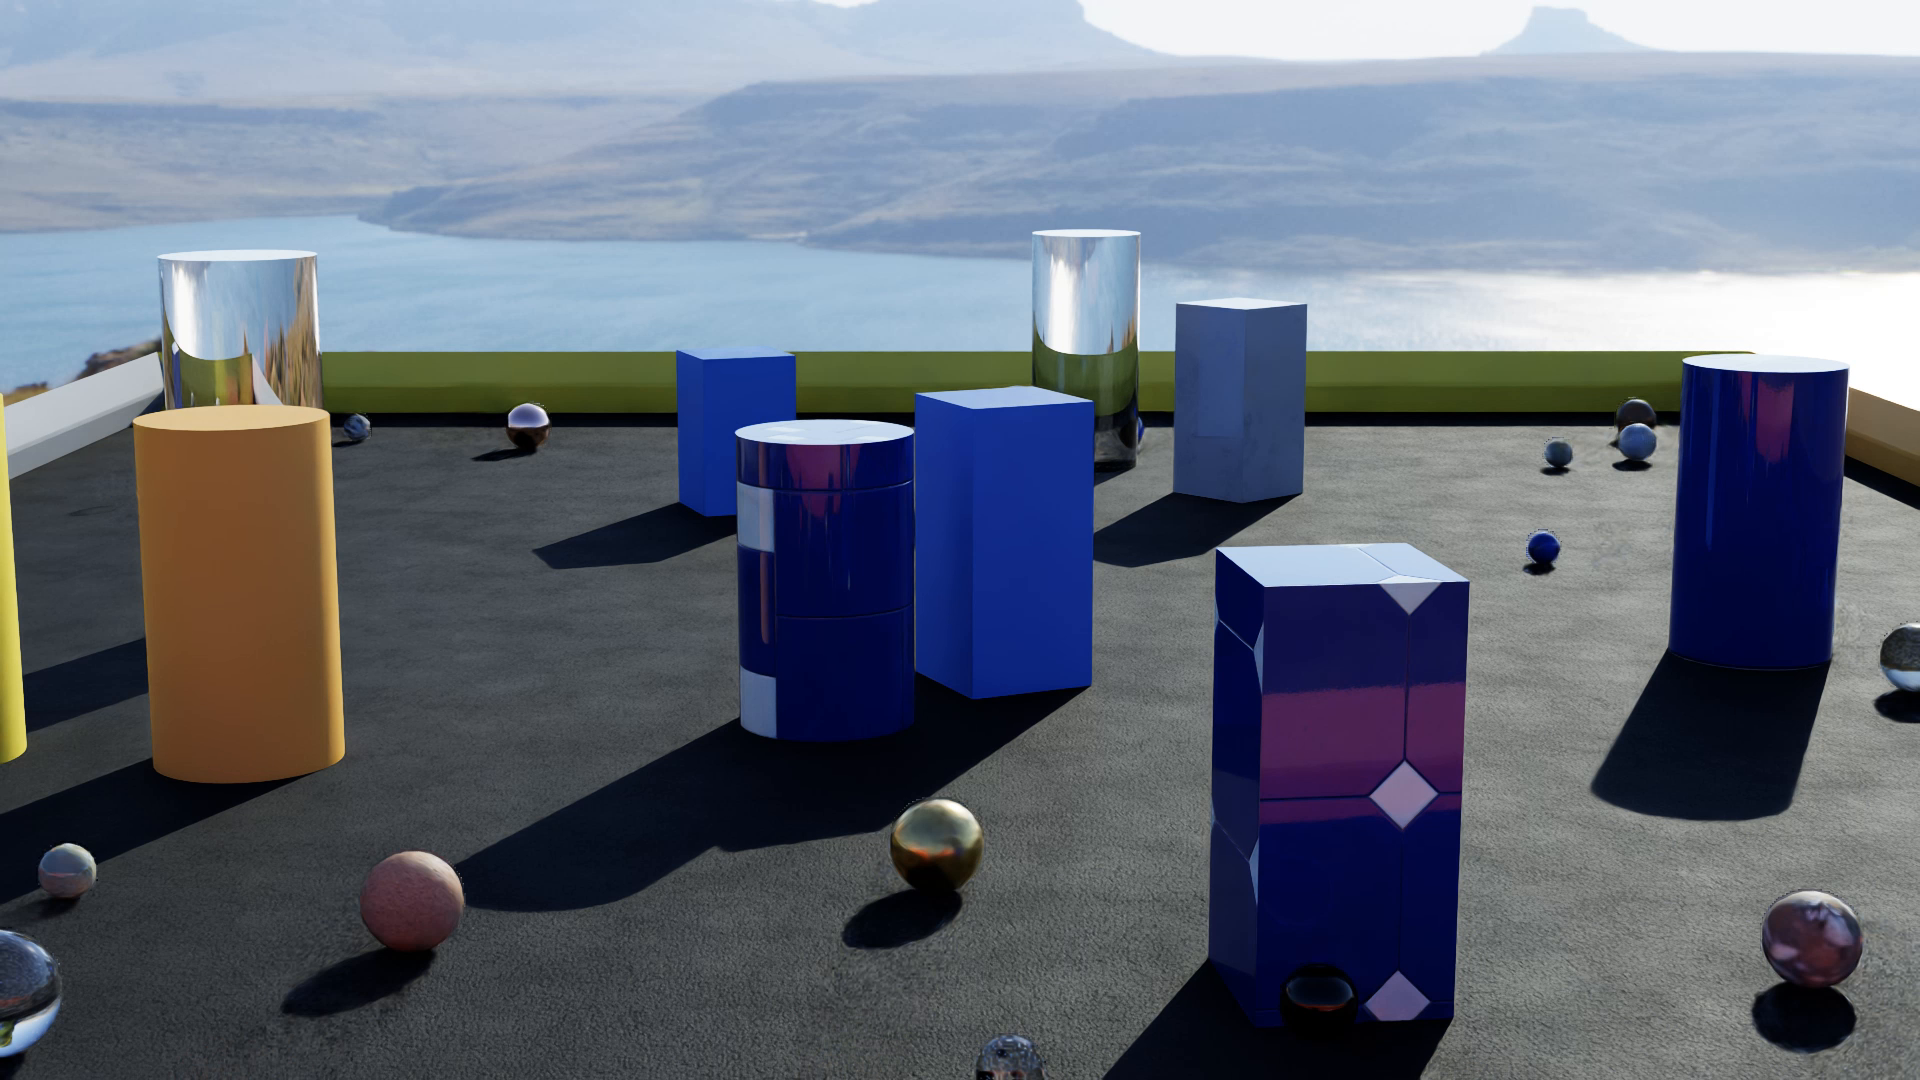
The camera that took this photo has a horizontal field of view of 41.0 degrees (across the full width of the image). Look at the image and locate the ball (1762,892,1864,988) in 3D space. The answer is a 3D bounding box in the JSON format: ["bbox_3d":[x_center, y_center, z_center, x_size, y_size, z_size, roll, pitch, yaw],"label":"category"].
[{"bbox_3d":[0.680,0.319,2.048,0.077,0.077,0.077,0,10,0],"label":"ball"}]

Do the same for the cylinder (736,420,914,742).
[{"bbox_3d":[-0.149,0.042,2.860,0.197,0.328,0.197,0,10,0],"label":"cylinder"}]

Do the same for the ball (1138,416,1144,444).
[{"bbox_3d":[0.311,-0.209,4.894,0.079,0.079,0.079,0,10,0],"label":"ball"}]

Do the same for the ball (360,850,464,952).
[{"bbox_3d":[-0.455,0.300,2.131,0.084,0.084,0.084,0,10,0],"label":"ball"}]

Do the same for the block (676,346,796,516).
[{"bbox_3d":[-0.372,-0.183,4.266,0.158,0.258,0.158,-4,11,-21],"label":"block"}]

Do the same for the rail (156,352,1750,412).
[{"bbox_3d":[-0.012,-0.331,5.415,3.373,0.128,0.045,0,10,0],"label":"rail"}]

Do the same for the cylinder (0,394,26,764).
[{"bbox_3d":[-1.102,0.042,2.709,0.197,0.383,0.197,0,10,0],"label":"cylinder"}]

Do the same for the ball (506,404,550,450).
[{"bbox_3d":[-0.829,-0.218,4.922,0.087,0.087,0.087,0,10,0],"label":"ball"}]

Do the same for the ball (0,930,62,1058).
[{"bbox_3d":[-0.716,0.337,1.903,0.095,0.095,0.095,0,10,0],"label":"ball"}]

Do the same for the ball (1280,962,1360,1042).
[{"bbox_3d":[0.272,0.349,1.937,0.059,0.059,0.059,0,10,0],"label":"ball"}]

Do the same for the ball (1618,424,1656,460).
[{"bbox_3d":[1.261,-0.182,4.775,0.070,0.070,0.070,0,10,0],"label":"ball"}]

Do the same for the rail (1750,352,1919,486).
[{"bbox_3d":[1.663,0.031,3.458,0.045,0.128,4.047,0,10,0],"label":"rail"}]

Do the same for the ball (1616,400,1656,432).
[{"bbox_3d":[1.332,-0.238,5.057,0.078,0.078,0.078,0,10,0],"label":"ball"}]

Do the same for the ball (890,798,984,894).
[{"bbox_3d":[-0.021,0.272,2.283,0.084,0.084,0.084,0,10,0],"label":"ball"}]

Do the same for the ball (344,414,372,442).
[{"bbox_3d":[-1.181,-0.220,5.028,0.053,0.053,0.053,0,10,0],"label":"ball"}]

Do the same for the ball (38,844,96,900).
[{"bbox_3d":[-0.789,0.293,2.267,0.049,0.049,0.049,0,10,0],"label":"ball"}]

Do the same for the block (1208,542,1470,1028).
[{"bbox_3d":[0.294,0.188,2.022,0.158,0.345,0.158,-1,11,-7],"label":"block"}]

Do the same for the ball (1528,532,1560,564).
[{"bbox_3d":[0.863,0.012,3.792,0.047,0.047,0.047,0,10,0],"label":"ball"}]

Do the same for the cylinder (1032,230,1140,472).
[{"bbox_3d":[0.229,-0.349,4.699,0.197,0.425,0.197,0,10,0],"label":"cylinder"}]

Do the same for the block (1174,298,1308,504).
[{"bbox_3d":[0.479,-0.243,4.398,0.158,0.326,0.158,-9,14,-41],"label":"block"}]

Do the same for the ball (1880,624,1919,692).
[{"bbox_3d":[1.122,0.139,3.012,0.081,0.081,0.081,0,10,0],"label":"ball"}]

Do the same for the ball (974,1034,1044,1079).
[{"bbox_3d":[0.035,0.376,1.820,0.049,0.049,0.049,0,10,0],"label":"ball"}]

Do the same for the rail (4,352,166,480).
[{"bbox_3d":[-1.663,0.035,3.439,0.045,0.128,4.047,0,10,0],"label":"rail"}]

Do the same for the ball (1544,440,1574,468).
[{"bbox_3d":[1.097,-0.158,4.698,0.051,0.051,0.051,0,10,0],"label":"ball"}]

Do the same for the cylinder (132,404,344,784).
[{"bbox_3d":[-0.756,0.052,2.698,0.197,0.366,0.197,0,10,0],"label":"cylinder"}]

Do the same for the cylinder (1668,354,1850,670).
[{"bbox_3d":[0.991,-0.038,3.188,0.197,0.365,0.197,0,10,0],"label":"cylinder"}]

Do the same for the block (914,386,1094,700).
[{"bbox_3d":[0.051,-0.001,3.055,0.158,0.340,0.158,-5,12,-25],"label":"block"}]

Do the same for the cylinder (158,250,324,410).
[{"bbox_3d":[-0.921,-0.124,3.317,0.197,0.487,0.197,0,10,0],"label":"cylinder"}]
